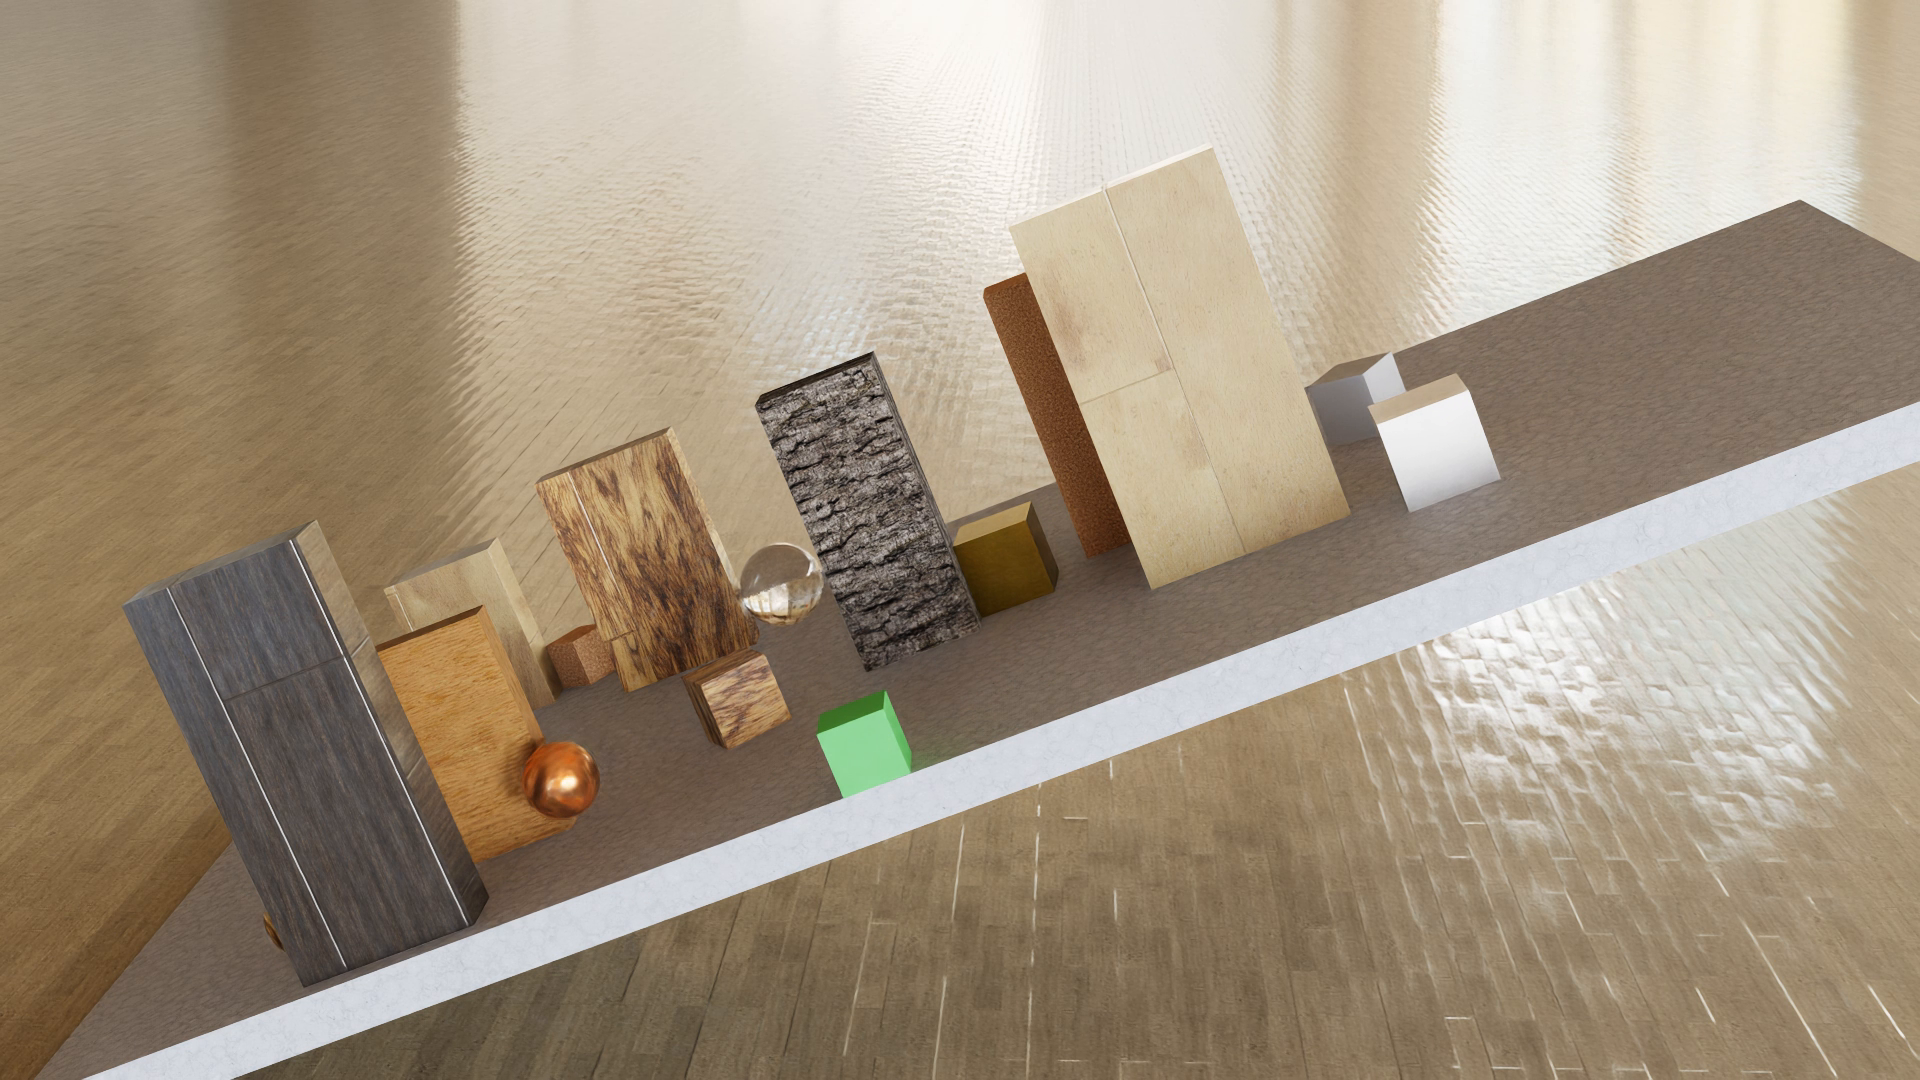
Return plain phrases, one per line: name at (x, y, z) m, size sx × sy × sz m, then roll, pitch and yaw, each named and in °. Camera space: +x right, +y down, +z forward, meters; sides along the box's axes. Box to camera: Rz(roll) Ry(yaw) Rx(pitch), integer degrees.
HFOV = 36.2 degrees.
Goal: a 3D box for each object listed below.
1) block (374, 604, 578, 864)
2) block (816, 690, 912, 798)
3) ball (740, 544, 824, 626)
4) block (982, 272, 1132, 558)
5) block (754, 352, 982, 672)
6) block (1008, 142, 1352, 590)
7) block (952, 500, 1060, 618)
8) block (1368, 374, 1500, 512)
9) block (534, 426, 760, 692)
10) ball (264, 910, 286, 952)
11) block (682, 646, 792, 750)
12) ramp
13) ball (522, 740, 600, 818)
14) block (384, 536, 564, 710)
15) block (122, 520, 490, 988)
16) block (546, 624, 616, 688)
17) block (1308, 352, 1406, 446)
block at (-1.064, 0.428, 5.912) m, size 0.432 × 0.475 × 0.080 m, roll -21°, pitch 12°, yaw 7°
block at (-0.175, 0.373, 5.390) m, size 0.131 × 0.131 × 0.131 m, roll -21°, pitch 12°, yaw 5°
ball at (-0.416, 0.104, 6.853) m, size 0.194 × 0.194 × 0.194 m, roll 0°, pitch 14°, yaw 0°
block at (0.295, -0.301, 6.338) m, size 0.282 × 0.614 × 0.126 m, roll -21°, pitch 12°, yaw 7°
block at (-0.188, -0.058, 6.145) m, size 0.257 × 0.611 × 0.121 m, roll -21°, pitch 12°, yaw 7°
block at (0.439, -0.341, 5.843) m, size 0.425 × 0.784 × 0.097 m, roll -21°, pitch 12°, yaw 7°
block at (0.099, 0.041, 6.271) m, size 0.167 × 0.167 × 0.167 m, roll -20°, pitch 12°, yaw 10°
block at (0.926, -0.192, 5.757) m, size 0.186 × 0.186 × 0.186 m, roll -21°, pitch 12°, yaw 7°
block at (-0.723, 0.047, 6.831) m, size 0.331 × 0.535 × 0.089 m, roll -21°, pitch 12°, yaw 7°
ball at (-1.286, 0.739, 5.747) m, size 0.145 × 0.145 × 0.145 m, roll 0°, pitch 14°, yaw 0°
block at (-0.462, 0.326, 6.073) m, size 0.148 × 0.148 × 0.148 m, roll -26°, pitch 12°, yaw -17°
ramp at (0.123, 0.174, 6.291) m, size 4.000 × 0.100 × 2.000 m, roll -21°, pitch 12°, yaw 7°
ball at (-0.787, 0.473, 5.799) m, size 0.153 × 0.153 × 0.153 m, roll 0°, pitch 14°, yaw 0°
block at (-1.171, 0.239, 7.103) m, size 0.273 × 0.407 × 0.125 m, roll -21°, pitch 12°, yaw 7°
block at (-1.218, 0.403, 5.512) m, size 0.354 × 0.800 × 0.146 m, roll -21°, pitch 12°, yaw 7°
block at (-0.913, 0.281, 7.166) m, size 0.114 × 0.114 × 0.114 m, roll -9°, pitch 18°, yaw 47°
block at (0.880, -0.310, 6.462) m, size 0.143 × 0.143 × 0.143 m, roll -13°, pitch 15°, yaw 39°
